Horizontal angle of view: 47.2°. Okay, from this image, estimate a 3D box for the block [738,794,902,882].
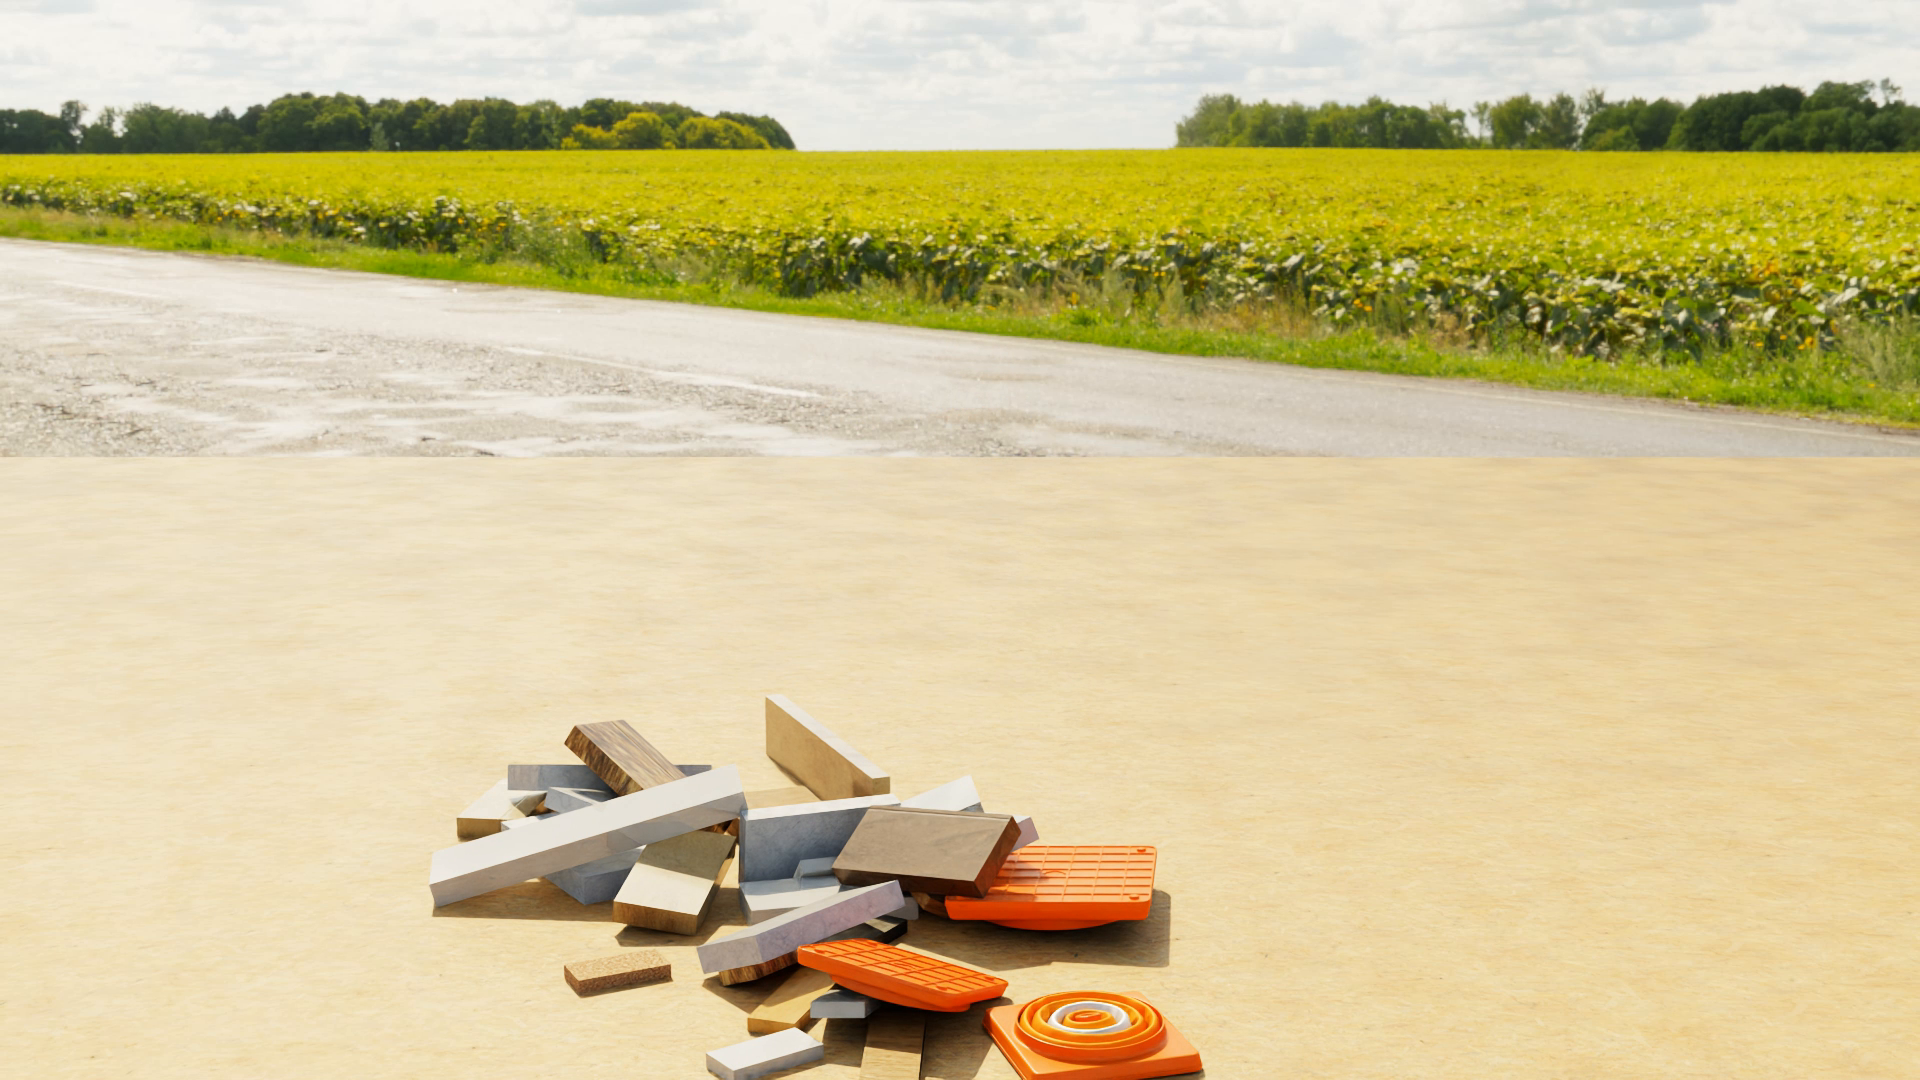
[{"bbox_3d":[-0.237,0.512,3.709,0.271,0.135,0.038,-4,20,-20],"label":"block"}]

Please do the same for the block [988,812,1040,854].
[{"bbox_3d":[0.010,0.508,3.707,0.142,0.040,0.284,-23,4,-22],"label":"block"}]

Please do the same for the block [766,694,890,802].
[{"bbox_3d":[-0.260,0.428,4.202,0.035,0.123,0.631,-4,11,-22],"label":"block"}]

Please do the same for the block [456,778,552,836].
[{"bbox_3d":[-0.830,0.496,4.078,0.123,0.035,0.246,1,11,8],"label":"block"}]

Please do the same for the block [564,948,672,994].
[{"bbox_3d":[-0.514,0.647,3.305,0.144,0.020,0.072,-5,12,-27],"label":"block"}]

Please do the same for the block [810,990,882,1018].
[{"bbox_3d":[-0.161,0.658,3.122,0.076,0.022,0.152,-1,-5,7],"label":"block"}]

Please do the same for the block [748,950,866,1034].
[{"bbox_3d":[-0.222,0.662,3.226,0.072,0.020,0.280,3,11,18],"label":"block"}]

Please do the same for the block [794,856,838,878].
[{"bbox_3d":[-0.196,0.554,3.677,0.157,0.022,0.078,-3,-31,-18],"label":"block"}]

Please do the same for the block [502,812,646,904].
[{"bbox_3d":[-0.645,0.541,3.801,0.169,0.048,0.353,-7,13,-33],"label":"block"}]

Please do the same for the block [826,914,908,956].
[{"bbox_3d":[-0.155,0.621,3.444,0.076,0.022,0.152,6,12,30],"label":"block"}]

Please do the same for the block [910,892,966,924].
[{"bbox_3d":[-0.056,0.565,3.574,0.076,0.022,0.152,27,8,-33],"label":"block"}]

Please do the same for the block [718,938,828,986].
[{"bbox_3d":[-0.279,0.632,3.307,0.078,0.022,0.157,-20,-5,40],"label":"block"}]

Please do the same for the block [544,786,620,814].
[{"bbox_3d":[-0.614,0.480,3.928,0.123,0.035,0.246,15,0,30],"label":"block"}]

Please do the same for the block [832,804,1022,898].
[{"bbox_3d":[-0.055,0.501,3.551,0.284,0.040,0.142,-1,40,35],"label":"block"}]

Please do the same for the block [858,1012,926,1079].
[{"bbox_3d":[-0.094,0.722,2.899,0.078,0.022,0.457,0,11,2],"label":"block"}]

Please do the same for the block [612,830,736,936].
[{"bbox_3d":[-0.464,0.553,3.600,0.135,0.038,0.271,9,20,5],"label":"block"}]

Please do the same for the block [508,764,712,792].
[{"bbox_3d":[-0.652,0.442,4.095,0.338,0.048,0.169,3,-7,-30],"label":"block"}]

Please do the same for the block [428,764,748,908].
[{"bbox_3d":[-0.622,0.494,3.700,0.532,0.042,0.148,-16,15,-7],"label":"block"}]

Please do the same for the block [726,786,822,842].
[{"bbox_3d":[-0.308,0.517,3.930,0.169,0.048,0.338,-4,11,-21],"label":"block"}]

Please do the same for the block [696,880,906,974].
[{"bbox_3d":[-0.241,0.590,3.356,0.295,0.042,0.148,-13,-5,-45],"label":"block"}]

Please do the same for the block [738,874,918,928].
[{"bbox_3d":[-0.215,0.587,3.579,0.271,0.038,0.135,-3,11,-14],"label":"block"}]

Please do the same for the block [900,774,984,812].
[{"bbox_3d":[-0.032,0.473,3.808,0.142,0.040,0.284,-22,4,-2],"label":"block"}]

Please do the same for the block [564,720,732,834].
[{"bbox_3d":[-0.559,0.433,3.944,0.295,0.042,0.148,39,16,22],"label":"block"}]

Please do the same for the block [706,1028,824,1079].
[{"bbox_3d":[-0.266,0.704,3.002,0.144,0.020,0.072,-8,13,-36],"label":"block"}]
